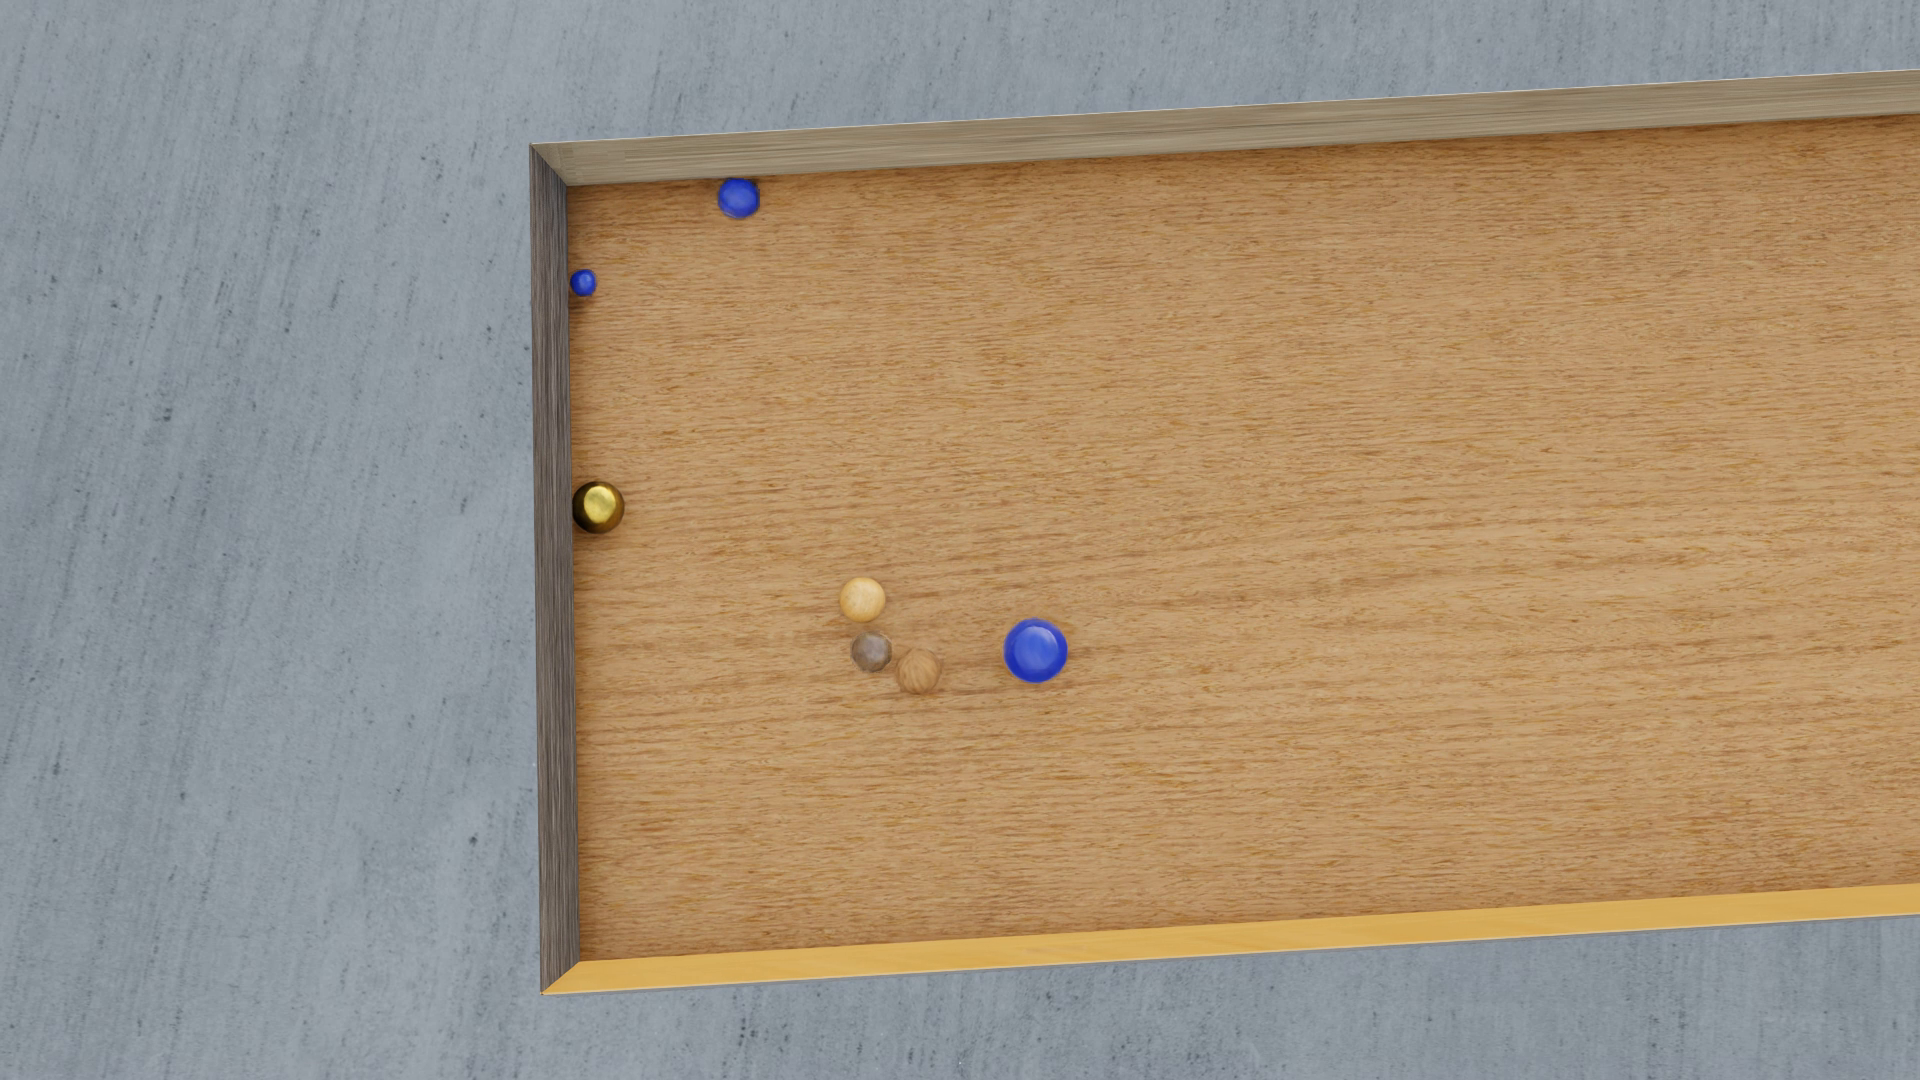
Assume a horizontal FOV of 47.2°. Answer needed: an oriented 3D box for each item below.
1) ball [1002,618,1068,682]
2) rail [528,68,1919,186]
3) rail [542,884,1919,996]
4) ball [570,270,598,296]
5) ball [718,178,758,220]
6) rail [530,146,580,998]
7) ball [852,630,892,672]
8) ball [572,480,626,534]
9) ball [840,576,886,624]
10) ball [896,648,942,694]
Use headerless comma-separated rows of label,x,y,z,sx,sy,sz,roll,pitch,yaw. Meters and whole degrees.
ball,0.112,0.164,3.271,0.097,0.097,0.097,0,77,0
rail,0.589,-0.642,3.447,2.504,0.126,0.045,-3,77,-1
rail,0.660,0.558,3.161,2.504,0.126,0.045,-3,77,-1
ball,-0.588,-0.401,3.434,0.041,0.041,0.041,0,77,0
ball,-0.349,-0.537,3.454,0.065,0.065,0.065,0,77,0
rail,-0.601,0.027,3.288,0.045,0.126,1.283,-3,77,-1
ball,-0.131,0.166,3.289,0.062,0.062,0.062,0,77,0
ball,-0.548,-0.049,3.330,0.081,0.081,0.081,0,77,0
ball,-0.146,0.090,3.303,0.070,0.070,0.070,0,77,0
ball,-0.062,0.194,3.279,0.068,0.068,0.068,0,77,0
